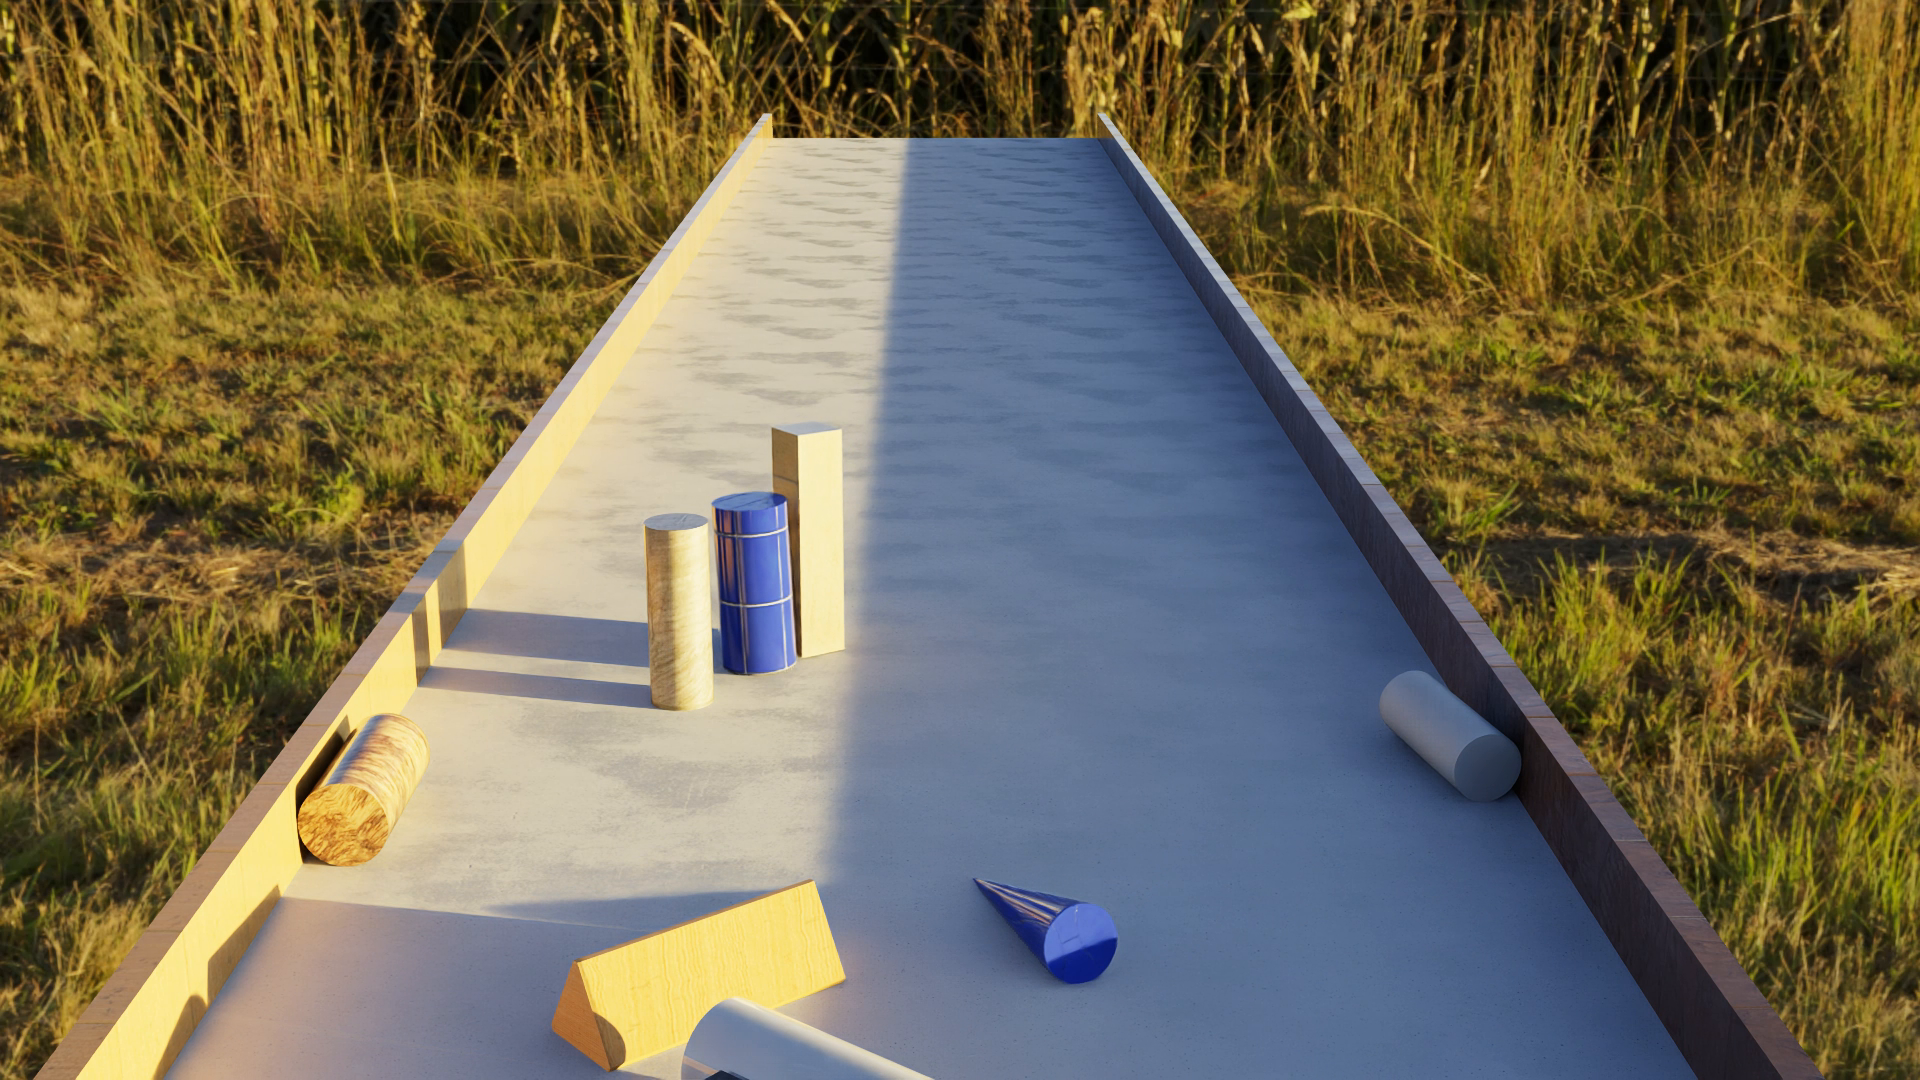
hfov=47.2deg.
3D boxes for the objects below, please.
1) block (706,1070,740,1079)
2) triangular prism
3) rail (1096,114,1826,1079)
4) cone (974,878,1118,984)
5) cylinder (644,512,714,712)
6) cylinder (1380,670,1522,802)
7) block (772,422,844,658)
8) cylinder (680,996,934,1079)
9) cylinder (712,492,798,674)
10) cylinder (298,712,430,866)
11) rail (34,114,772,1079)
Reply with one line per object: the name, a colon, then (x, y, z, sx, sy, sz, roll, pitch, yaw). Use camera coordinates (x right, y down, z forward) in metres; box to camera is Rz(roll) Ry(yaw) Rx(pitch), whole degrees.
block: (-0.152, 0.750, 2.512, 0.449, 0.110, 0.110, 13, 21, 37)
triangular prism: (-0.359, 0.581, 3.034, 0.386, 0.130, 0.150, -13, 21, -38)
rail: (0.932, -0.844, 7.801, 0.050, 0.150, 12.000, 0, 17, -1)
cone: (0.095, 0.550, 3.277, 0.116, 0.116, 0.375, -7, 9, -23)
cylinder: (-0.530, 0.136, 4.150, 0.120, 0.354, 0.120, 0, 17, 0)
cylinder: (0.858, 0.341, 3.866, 0.123, 0.123, 0.322, -4, 17, -12)
block: (-0.305, -0.001, 4.424, 0.101, 0.456, 0.101, -11, 18, -35)
cylinder: (-0.149, 0.685, 2.665, 0.389, 0.147, 0.147, 13, 21, 37)
cylinder: (-0.406, 0.084, 4.349, 0.147, 0.333, 0.147, -2, 15, 1)
cylinder: (-0.975, 0.406, 3.614, 0.142, 0.142, 0.308, 0, 17, -1)
rail: (-1.118, -0.838, 7.780, 0.050, 0.150, 12.000, 0, 17, -1)
